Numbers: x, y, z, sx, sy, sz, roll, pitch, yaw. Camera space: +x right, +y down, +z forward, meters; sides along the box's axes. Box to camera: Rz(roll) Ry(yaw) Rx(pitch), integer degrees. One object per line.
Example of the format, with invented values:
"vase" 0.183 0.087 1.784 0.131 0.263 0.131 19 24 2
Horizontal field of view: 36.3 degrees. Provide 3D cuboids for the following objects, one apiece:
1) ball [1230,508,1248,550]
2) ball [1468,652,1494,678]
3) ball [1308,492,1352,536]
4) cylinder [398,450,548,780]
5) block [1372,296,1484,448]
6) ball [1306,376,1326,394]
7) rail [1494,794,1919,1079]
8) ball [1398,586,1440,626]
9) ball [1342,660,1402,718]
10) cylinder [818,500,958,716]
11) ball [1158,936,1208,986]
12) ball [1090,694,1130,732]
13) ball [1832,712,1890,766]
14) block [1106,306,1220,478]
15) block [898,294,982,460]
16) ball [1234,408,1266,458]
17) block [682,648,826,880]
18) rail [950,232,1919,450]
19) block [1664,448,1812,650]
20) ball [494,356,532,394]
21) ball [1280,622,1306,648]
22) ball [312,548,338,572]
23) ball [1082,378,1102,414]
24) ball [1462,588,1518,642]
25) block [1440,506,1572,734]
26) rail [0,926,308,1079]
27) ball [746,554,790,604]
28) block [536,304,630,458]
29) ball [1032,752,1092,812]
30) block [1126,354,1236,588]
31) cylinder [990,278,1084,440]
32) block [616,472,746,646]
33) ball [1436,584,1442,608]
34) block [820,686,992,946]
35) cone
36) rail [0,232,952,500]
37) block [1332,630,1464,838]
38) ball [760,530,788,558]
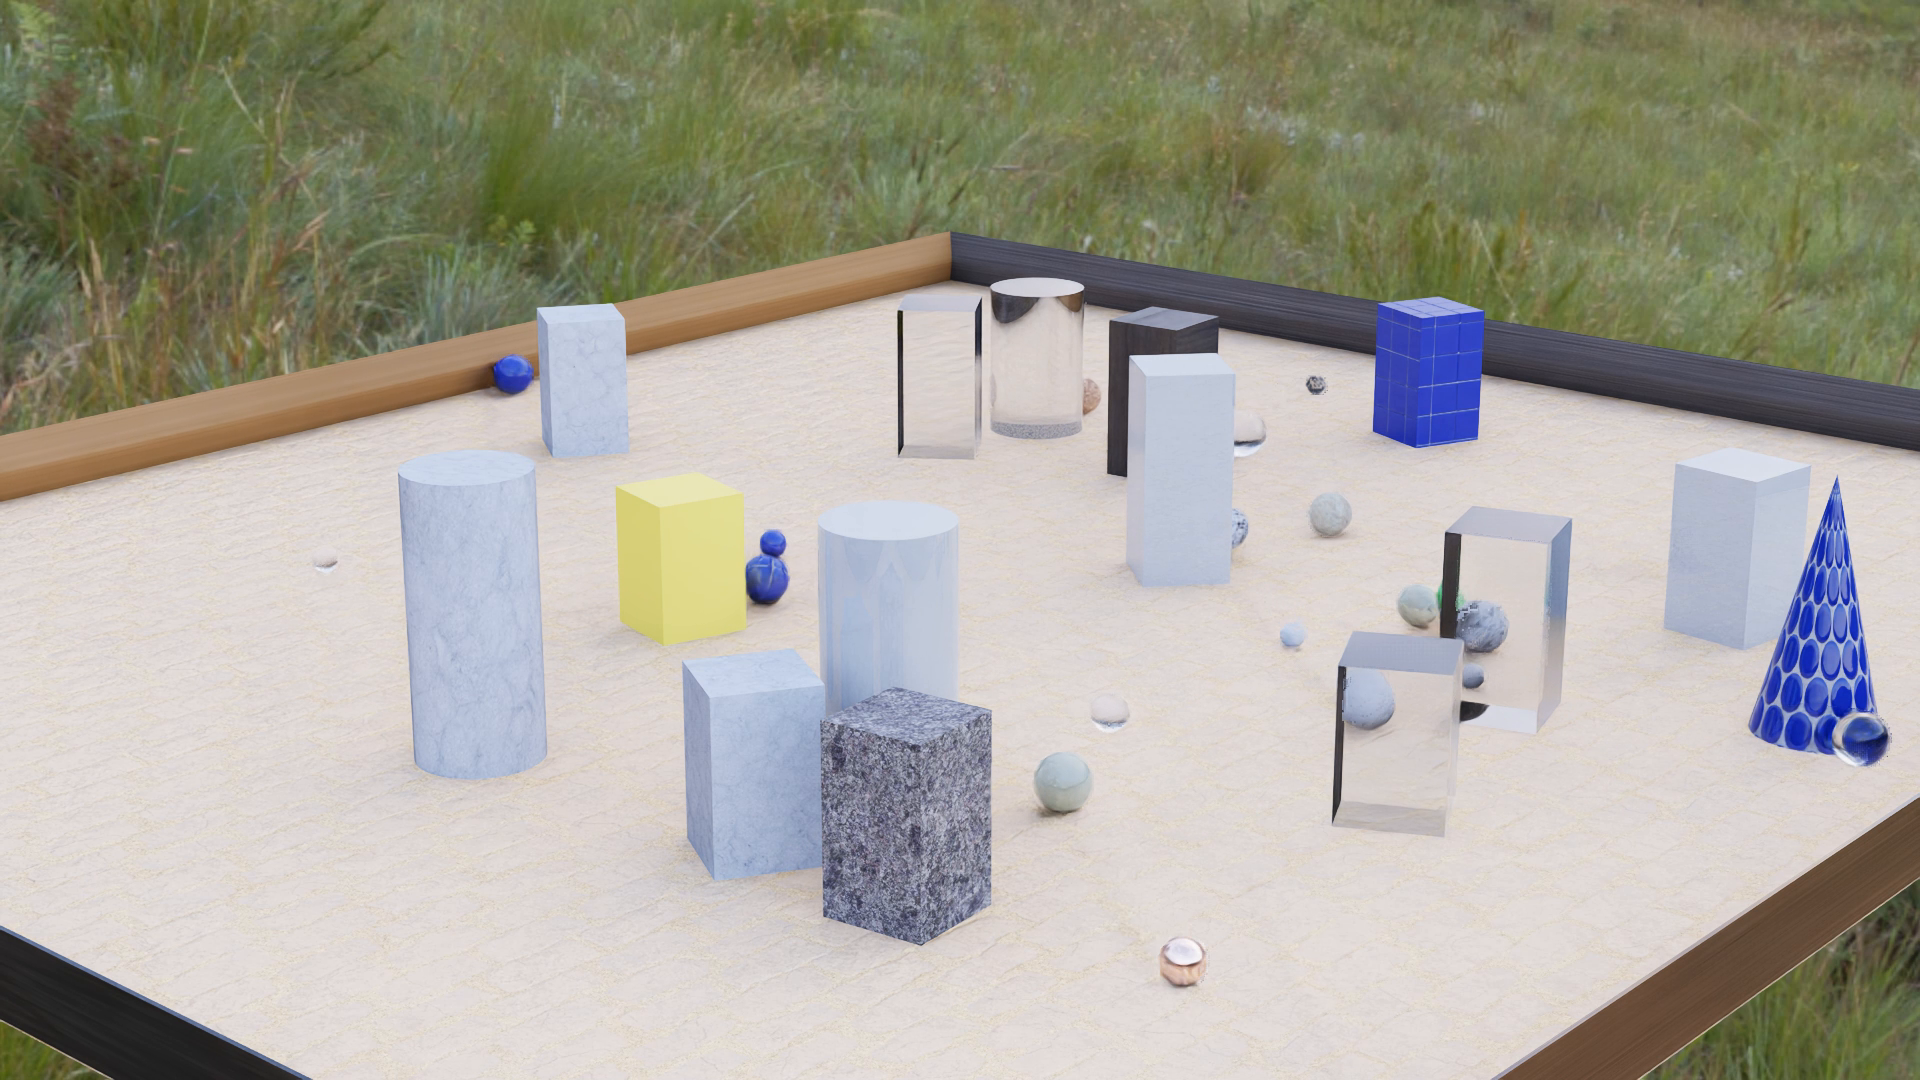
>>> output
"ball" 0.490 -0.021 5.385 0.078 0.078 0.078 0 17 0
"ball" 0.837 0.201 4.713 0.041 0.041 0.041 0 17 0
"ball" 0.692 -0.049 5.475 0.080 0.080 0.080 0 17 0
"cylinder" -0.716 0.108 4.319 0.197 0.446 0.197 0 17 0
"block" 0.980 -0.352 6.143 0.158 0.276 0.158 -8 19 -26
"ball" 0.792 -0.345 6.523 0.042 0.042 0.042 0 17 0
"rail" 1.336 0.367 4.009 0.045 0.128 4.052 14 22 39
"ball" 0.776 0.112 4.960 0.070 0.070 0.070 0 17 0
"ball" 0.636 0.229 4.534 0.090 0.090 0.090 0 17 0
"cylinder" -0.100 0.174 4.140 0.197 0.423 0.197 0 17 0
"ball" 0.275 0.520 3.621 0.061 0.061 0.061 0 17 0
"ball" 0.228 0.264 4.472 0.060 0.060 0.060 0 17 0
"ball" 1.331 0.294 4.334 0.082 0.082 0.082 0 17 0
"block" 0.405 -0.289 5.865 0.158 0.315 0.158 12 20 34
"block" -0.041 -0.337 6.033 0.158 0.309 0.158 2 17 5
"ball" 0.578 -0.219 6.009 0.098 0.098 0.098 0 17 0
"block" -0.280 0.304 3.992 0.158 0.261 0.158 -6 18 -18
"rail" 1.313 -0.404 6.567 3.587 0.128 0.045 14 22 39
"block" 1.300 0.013 4.909 0.158 0.289 0.158 -14 22 -40
"ball" -0.995 -0.368 6.523 0.086 0.086 0.086 0 17 0
"ball" 0.552 0.157 4.858 0.042 0.042 0.042 0 17 0
"ball" -1.138 0.035 5.257 0.044 0.044 0.044 0 17 0
"ball" 0.269 -0.313 6.359 0.076 0.076 0.076 0 17 0
"ball" 0.883 0.125 4.880 0.090 0.090 0.090 0 17 0
"block" 0.839 0.121 4.525 0.158 0.302 0.158 8 18 24
"rail" -1.313 0.468 3.672 3.587 0.128 0.045 14 22 39
"ball" -0.338 0.067 5.082 0.084 0.084 0.084 0 17 0
"block" -0.780 -0.330 6.061 0.158 0.281 0.158 -5 17 -15
"ball" 0.145 0.344 4.164 0.085 0.085 0.085 0 17 0
"block" 0.390 -0.125 5.204 0.158 0.382 0.158 -2 17 -7
"cylinder" 0.162 -0.385 6.202 0.197 0.305 0.197 0 17 0
"block" -0.470 0.030 4.938 0.158 0.239 0.158 -11 20 -32
"ball" 0.849 0.096 5.021 0.065 0.065 0.065 0 17 0
"block" -0.069 0.355 3.802 0.158 0.273 0.158 11 20 33
"cone" 1.307 0.097 4.425 0.197 0.407 0.197 0 17 0
"rail" -1.336 -0.303 6.231 0.045 0.128 4.052 14 22 39
"block" 0.618 0.272 4.136 0.158 0.239 0.158 4 17 14
"ball" -0.340 0.007 5.340 0.051 0.051 0.051 0 17 0
